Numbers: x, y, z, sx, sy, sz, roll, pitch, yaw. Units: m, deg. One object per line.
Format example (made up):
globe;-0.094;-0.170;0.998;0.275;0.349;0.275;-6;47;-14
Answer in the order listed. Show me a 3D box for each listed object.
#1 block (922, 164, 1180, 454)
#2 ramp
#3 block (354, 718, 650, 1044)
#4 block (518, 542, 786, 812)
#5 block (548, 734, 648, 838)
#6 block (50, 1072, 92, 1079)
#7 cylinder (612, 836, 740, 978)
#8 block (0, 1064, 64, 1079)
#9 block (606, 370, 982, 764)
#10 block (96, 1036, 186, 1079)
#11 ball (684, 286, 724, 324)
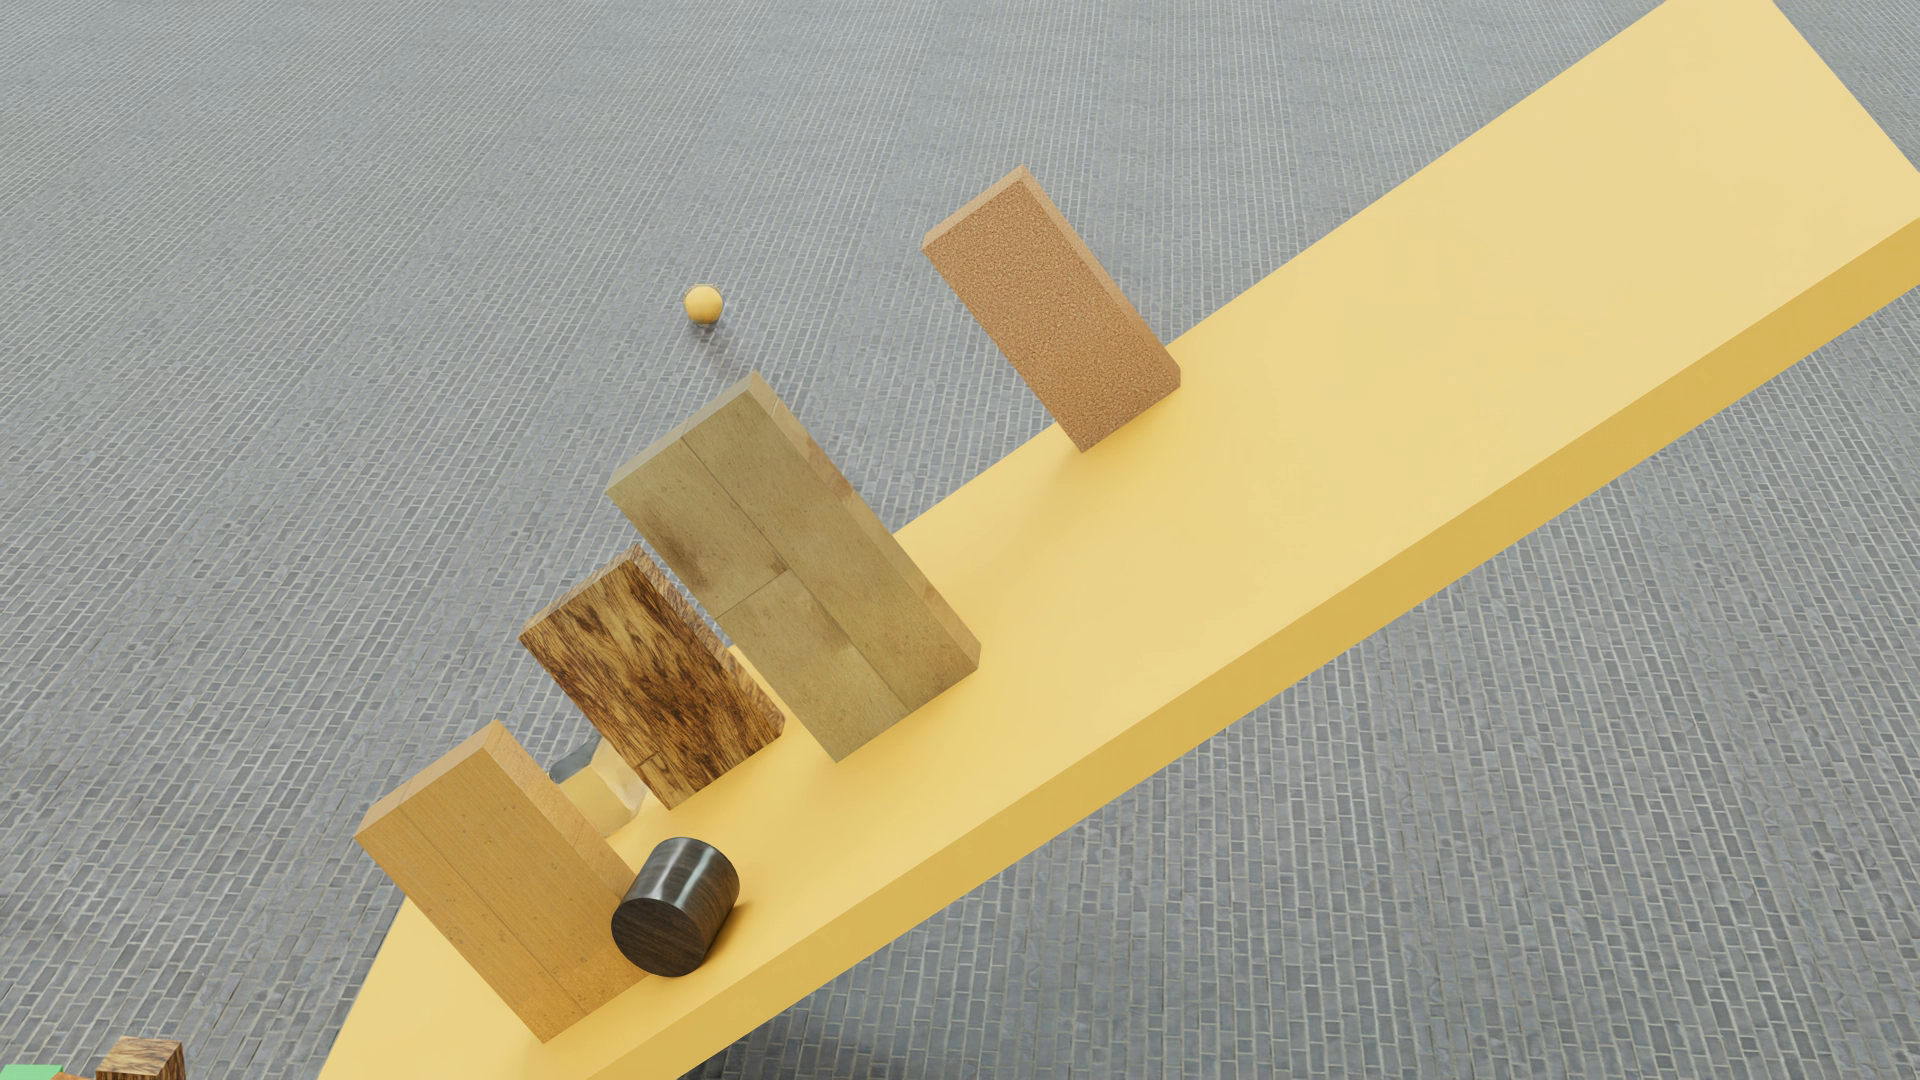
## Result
block;0.214;-0.530;6.781;0.282;0.614;0.126;-34;16;17
ramp;0.128;0.179;6.323;4.000;0.100;2.000;-34;16;17
block;-0.884;0.690;5.916;0.345;0.584;0.127;-34;16;17
block;-0.692;0.312;6.630;0.331;0.535;0.089;-34;16;17
block;-0.862;0.592;6.915;0.171;0.171;0.171;-34;16;19
block;-2.003;1.326;6.633;0.162;0.162;0.162;8;24;18
cylinder;-0.561;0.724;5.811;0.196;0.196;0.196;7;33;15
block;-2.136;1.295;6.746;0.131;0.131;0.131;0;23;1
block;-0.339;0.061;6.104;0.377;0.762;0.121;-34;16;17
block;-1.895;1.258;6.814;0.148;0.148;0.148;3;23;8
ball;-1.056;-0.969;12.128;0.159;0.159;0.159;0;23;0
